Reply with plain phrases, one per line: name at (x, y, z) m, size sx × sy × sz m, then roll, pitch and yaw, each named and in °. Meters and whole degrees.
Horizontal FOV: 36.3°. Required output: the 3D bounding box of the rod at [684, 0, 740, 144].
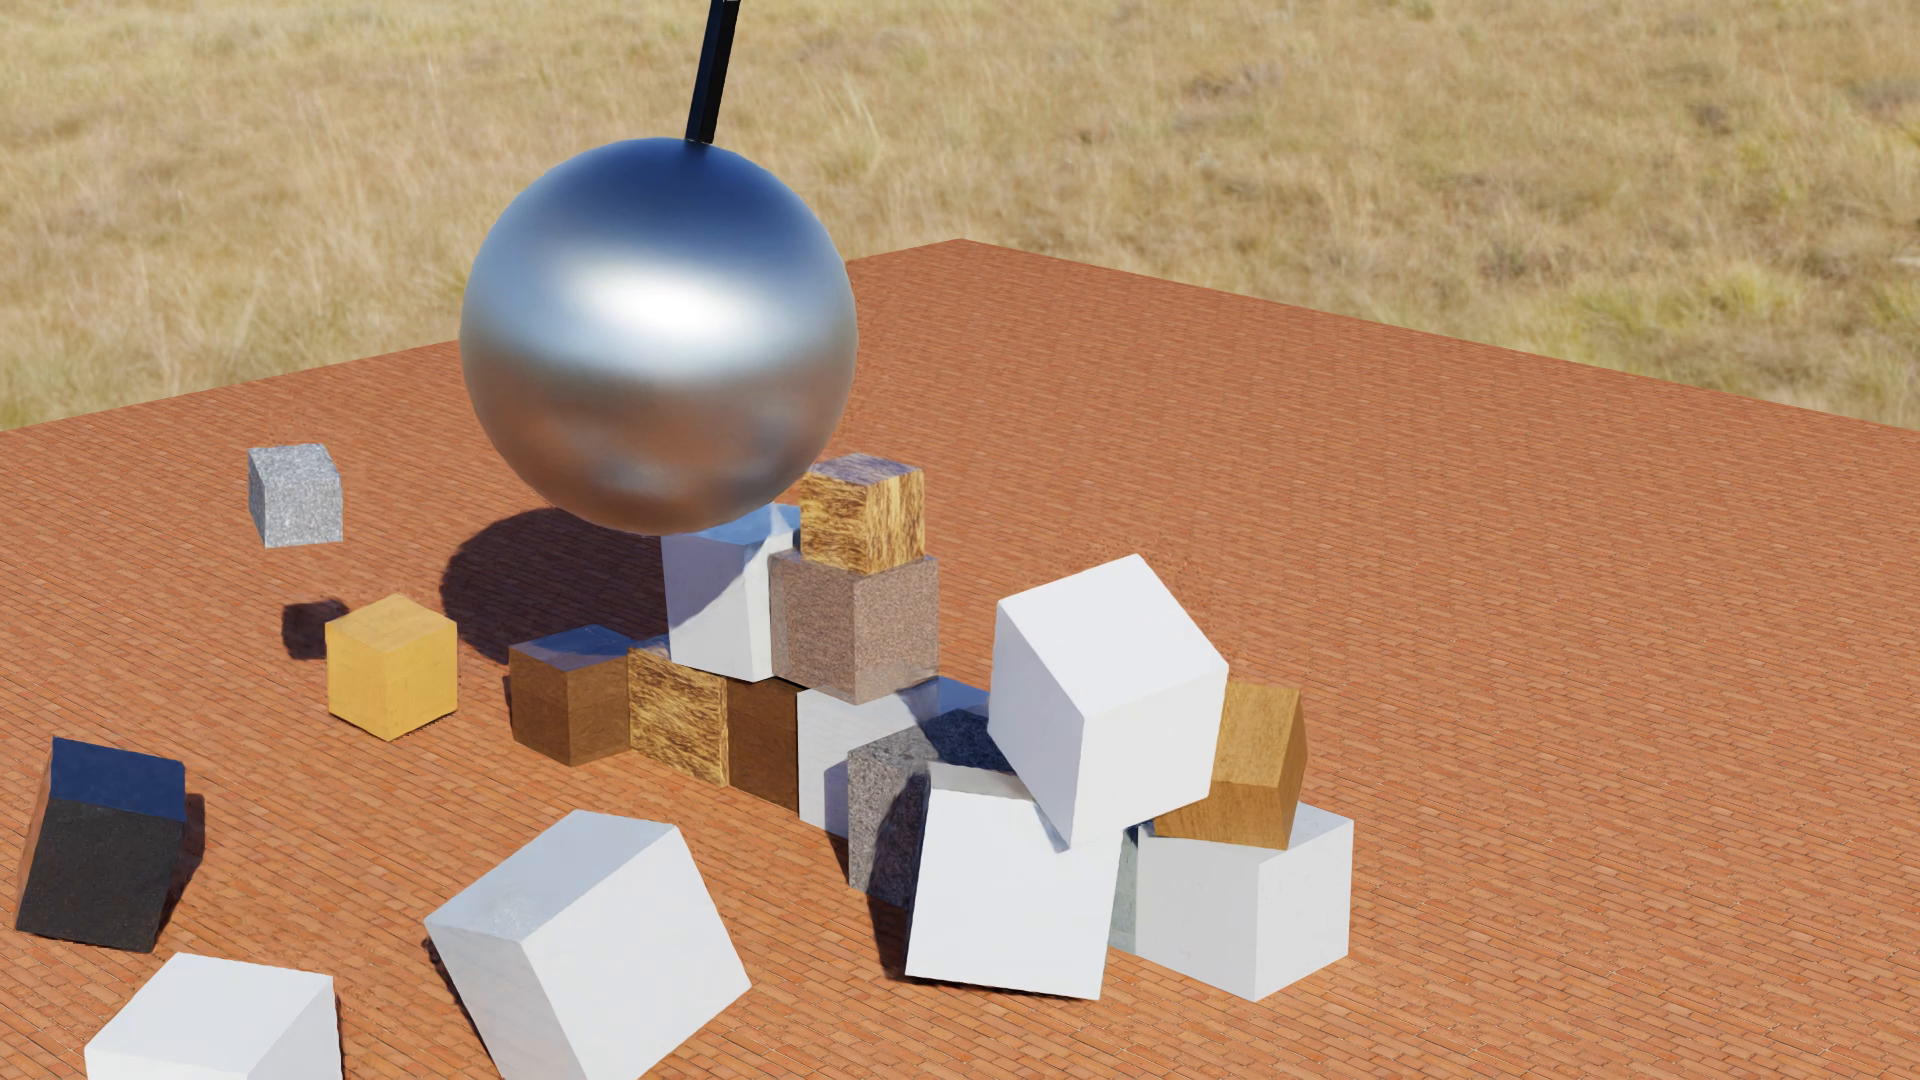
rod at (-0.524, -4.131, 11.495) m, size 0.080 × 5.200 × 0.080 m, roll 17°, pitch 7°, yaw 42°

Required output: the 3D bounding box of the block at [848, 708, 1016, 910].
block at (0.044, 1.262, 13.225) m, size 0.814 × 0.662 × 0.736 m, roll 15°, pitch 23°, yaw 40°

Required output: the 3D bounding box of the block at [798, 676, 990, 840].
block at (-0.289, 1.039, 13.960) m, size 0.653 × 0.647 × 0.707 m, roll -17°, pitch 24°, yaw -42°

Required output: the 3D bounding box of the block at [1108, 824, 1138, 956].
block at (0.759, 1.429, 12.975) m, size 0.570 × 0.493 × 0.634 m, roll 15°, pitch 23°, yaw 40°

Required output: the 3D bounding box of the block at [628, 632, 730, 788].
block at (-1.177, 0.800, 14.843) m, size 0.696 × 0.573 × 0.710 m, roll 17°, pitch 24°, yaw 42°

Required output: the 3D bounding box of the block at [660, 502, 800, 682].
block at (-0.986, 0.243, 14.441) m, size 0.690 × 0.678 × 0.620 m, roll -17°, pitch 19°, yaw -42°

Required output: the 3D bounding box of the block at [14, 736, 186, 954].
block at (-3.734, 1.321, 12.751) m, size 0.571 × 0.627 × 0.669 m, roll 14°, pitch 14°, yaw -20°

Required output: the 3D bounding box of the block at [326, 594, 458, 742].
block at (-2.946, 0.657, 15.209) m, size 0.457 × 0.514 × 0.480 m, roll 22°, pitch 31°, yaw 33°

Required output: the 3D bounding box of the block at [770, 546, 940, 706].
block at (-0.504, 0.366, 14.012) m, size 0.534 × 0.607 × 0.608 m, roll -16°, pitch 23°, yaw -41°

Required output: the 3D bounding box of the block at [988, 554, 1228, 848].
block at (0.575, 0.636, 11.675) m, size 0.642 × 0.757 × 0.696 m, roll -18°, pitch 48°, yaw -22°

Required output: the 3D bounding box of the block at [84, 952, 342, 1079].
block at (-2.683, 2.008, 10.639) m, size 0.629 × 0.702 × 0.659 m, roll 6°, pitch 24°, yaw 14°

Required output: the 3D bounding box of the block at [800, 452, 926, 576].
block at (-0.461, -0.127, 13.844) m, size 0.434 × 0.434 × 0.396 m, roll 15°, pitch 23°, yaw 40°

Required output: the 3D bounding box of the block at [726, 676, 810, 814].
block at (-0.734, 0.922, 14.404) m, size 0.563 × 0.604 × 0.583 m, roll 17°, pitch 24°, yaw 42°

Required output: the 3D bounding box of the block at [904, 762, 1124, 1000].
block at (0.217, 1.407, 12.205) m, size 0.796 × 0.774 × 0.646 m, roll 8°, pitch 5°, yaw -2°

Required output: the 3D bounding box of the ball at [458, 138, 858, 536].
ball at (-1.208, -0.816, 11.819) m, size 1.600 × 1.600 × 1.600 m, roll 0°, pitch 17°, yaw 0°

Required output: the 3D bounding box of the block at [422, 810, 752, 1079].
block at (-1.443, 1.604, 11.377) m, size 0.795 × 0.747 × 0.707 m, roll -36°, pitch 23°, yaw -34°

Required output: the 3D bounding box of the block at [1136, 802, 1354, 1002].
block at (1.216, 1.491, 12.555) m, size 0.653 × 0.628 × 0.641 m, roll 16°, pitch 24°, yaw 42°

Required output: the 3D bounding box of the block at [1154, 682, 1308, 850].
block at (1.114, 0.927, 12.205) m, size 0.556 × 0.460 × 0.495 m, roll 5°, pitch 52°, yaw 17°

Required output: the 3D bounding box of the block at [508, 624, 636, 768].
block at (-1.925, 0.790, 14.978) m, size 0.534 × 0.512 × 0.518 m, roll -15°, pitch 23°, yaw -39°

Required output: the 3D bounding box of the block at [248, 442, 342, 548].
block at (-2.977, -0.202, 13.124) m, size 0.339 × 0.309 × 0.386 m, roll -6°, pitch 29°, yaw -22°
